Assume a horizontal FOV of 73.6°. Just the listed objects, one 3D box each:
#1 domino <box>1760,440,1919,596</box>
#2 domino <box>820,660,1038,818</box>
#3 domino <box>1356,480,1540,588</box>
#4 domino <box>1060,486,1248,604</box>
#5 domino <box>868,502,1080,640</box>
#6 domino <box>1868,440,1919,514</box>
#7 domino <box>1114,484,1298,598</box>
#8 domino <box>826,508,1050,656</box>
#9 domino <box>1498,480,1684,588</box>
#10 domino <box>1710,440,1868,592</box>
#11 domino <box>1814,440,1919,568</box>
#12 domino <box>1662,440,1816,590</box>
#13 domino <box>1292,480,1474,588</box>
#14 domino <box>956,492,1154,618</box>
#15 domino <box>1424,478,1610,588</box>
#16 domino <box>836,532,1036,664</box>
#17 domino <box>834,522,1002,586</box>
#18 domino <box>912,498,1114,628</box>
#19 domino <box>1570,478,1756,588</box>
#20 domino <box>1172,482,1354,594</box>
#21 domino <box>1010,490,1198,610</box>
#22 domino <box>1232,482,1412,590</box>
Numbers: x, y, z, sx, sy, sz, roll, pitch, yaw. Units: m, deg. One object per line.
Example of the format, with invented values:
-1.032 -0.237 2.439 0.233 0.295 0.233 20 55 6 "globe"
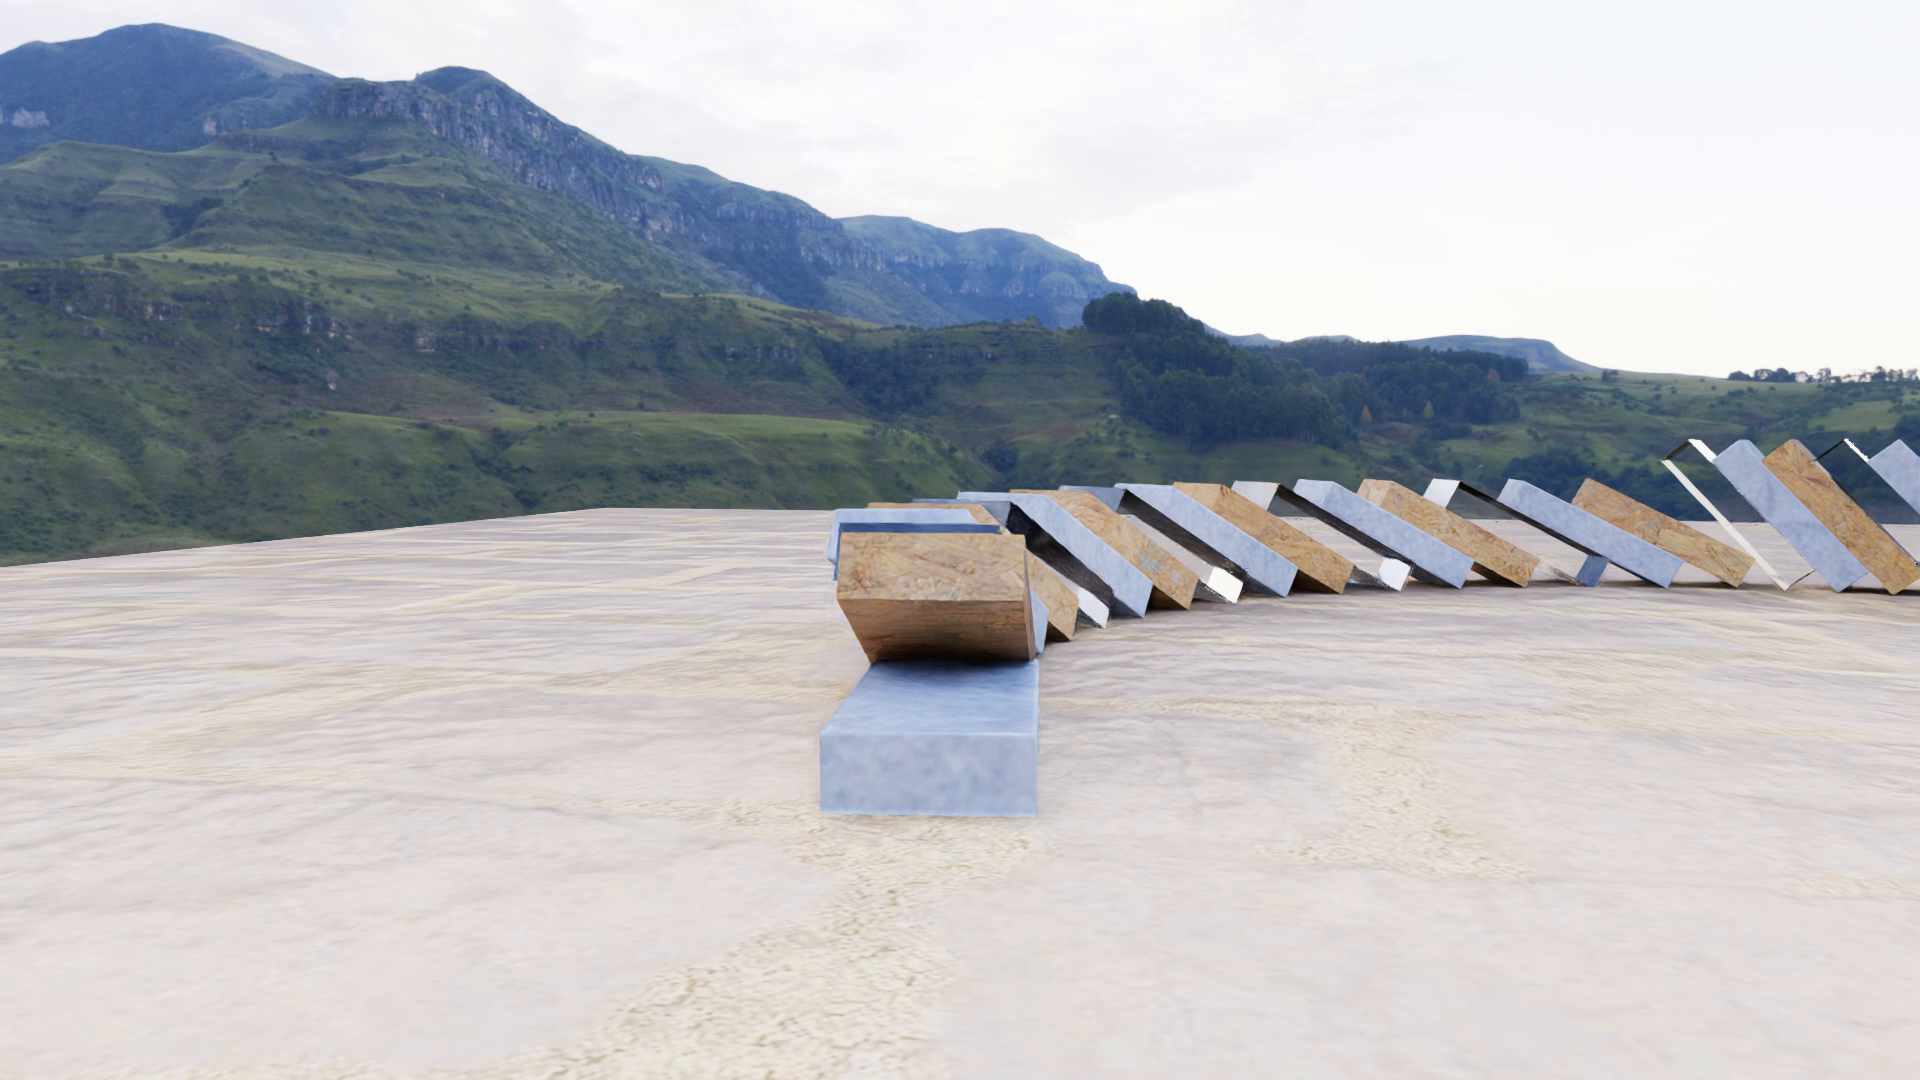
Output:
0.259 -0.008 0.376 0.025 0.050 0.010 -5 -35 -52 "domino"
-0.002 0.025 0.172 0.025 0.009 0.050 0 4 4 "domino"
0.147 -0.002 0.390 0.050 0.009 0.025 27 3 -3 "domino"
0.050 0.001 0.340 0.050 0.010 0.025 30 -14 -33 "domino"
0.003 0.007 0.264 0.025 0.009 0.050 2 -22 30 "domino"
0.278 -0.006 0.359 0.025 0.050 0.009 -6 -34 -53 "domino"
0.067 0.000 0.354 0.050 0.010 0.025 29 -10 -27 "domino"
-0.003 0.009 0.242 0.025 0.010 0.050 1 -23 22 "domino"
0.192 -0.003 0.393 0.050 0.009 0.025 29 10 10 "domino"
0.248 -0.008 0.383 0.025 0.050 0.010 -6 -34 -53 "domino"
0.269 -0.007 0.368 0.025 0.050 0.010 -6 -34 -53 "domino"
0.236 -0.008 0.388 0.025 0.050 0.009 -6 -34 -53 "domino"
0.125 -0.002 0.385 0.050 0.010 0.025 27 0 -9 "domino"
0.022 0.004 0.305 0.025 0.009 0.050 3 -22 40 "domino"
0.168 -0.003 0.392 0.050 0.009 0.025 28 5 0 "domino"
-0.002 0.013 0.195 0.025 0.009 0.050 0 -22 5 "domino"
-0.003 0.011 0.218 0.025 0.010 0.050 1 -21 10 "domino"
0.012 0.006 0.285 0.025 0.010 0.050 3 -21 34 "domino"
0.214 -0.003 0.392 0.050 0.009 0.025 31 14 20 "domino"
0.085 -0.001 0.367 0.050 0.010 0.025 28 -7 -22 "domino"
0.035 0.003 0.322 0.025 0.010 0.050 4 -21 45 "domino"
0.104 -0.001 0.376 0.050 0.010 0.025 27 -4 -17 "domino"
